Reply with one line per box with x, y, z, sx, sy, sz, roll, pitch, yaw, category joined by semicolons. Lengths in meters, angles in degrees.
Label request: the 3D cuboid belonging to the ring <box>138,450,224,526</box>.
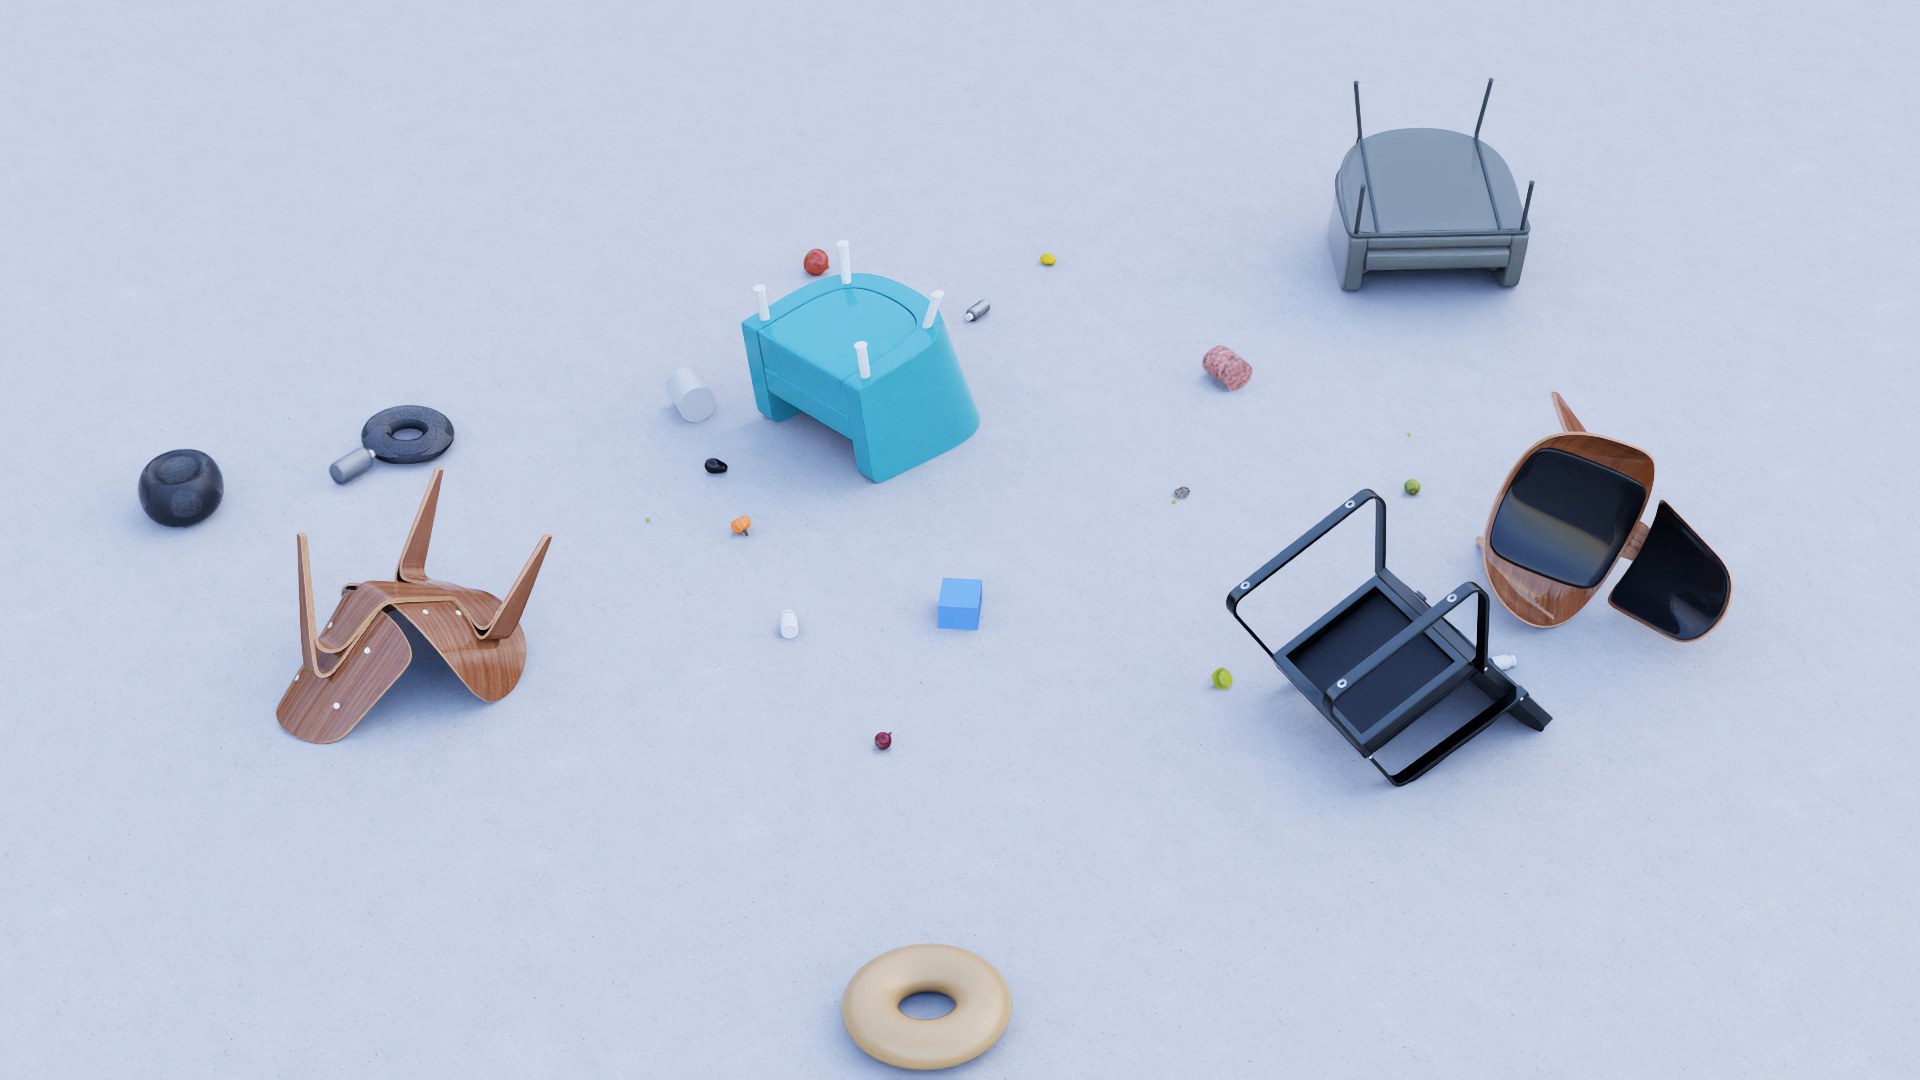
-2.945;-0.198;11.087;0.316;0.178;0.380;-6;33;-6;ring

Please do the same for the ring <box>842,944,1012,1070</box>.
-0.099;1.386;8.729;0.506;0.125;0.522;19;37;28;ring

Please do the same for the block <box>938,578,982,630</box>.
0.000;0.229;10.510;0.143;0.096;0.181;3;33;4;block

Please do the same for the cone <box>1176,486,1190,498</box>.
0.837;-0.185;11.206;0.062;0.047;0.063;-17;16;-20;cone

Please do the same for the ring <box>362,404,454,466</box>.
-2.166;-0.413;11.499;0.358;0.082;0.402;-16;37;-22;ring

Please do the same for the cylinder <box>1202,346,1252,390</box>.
1.083;-0.699;11.896;0.131;0.120;0.164;-24;40;-21;cylinder

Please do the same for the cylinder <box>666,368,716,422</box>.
-1.072;-0.580;11.685;0.150;0.155;0.175;5;29;-28;cylinder
